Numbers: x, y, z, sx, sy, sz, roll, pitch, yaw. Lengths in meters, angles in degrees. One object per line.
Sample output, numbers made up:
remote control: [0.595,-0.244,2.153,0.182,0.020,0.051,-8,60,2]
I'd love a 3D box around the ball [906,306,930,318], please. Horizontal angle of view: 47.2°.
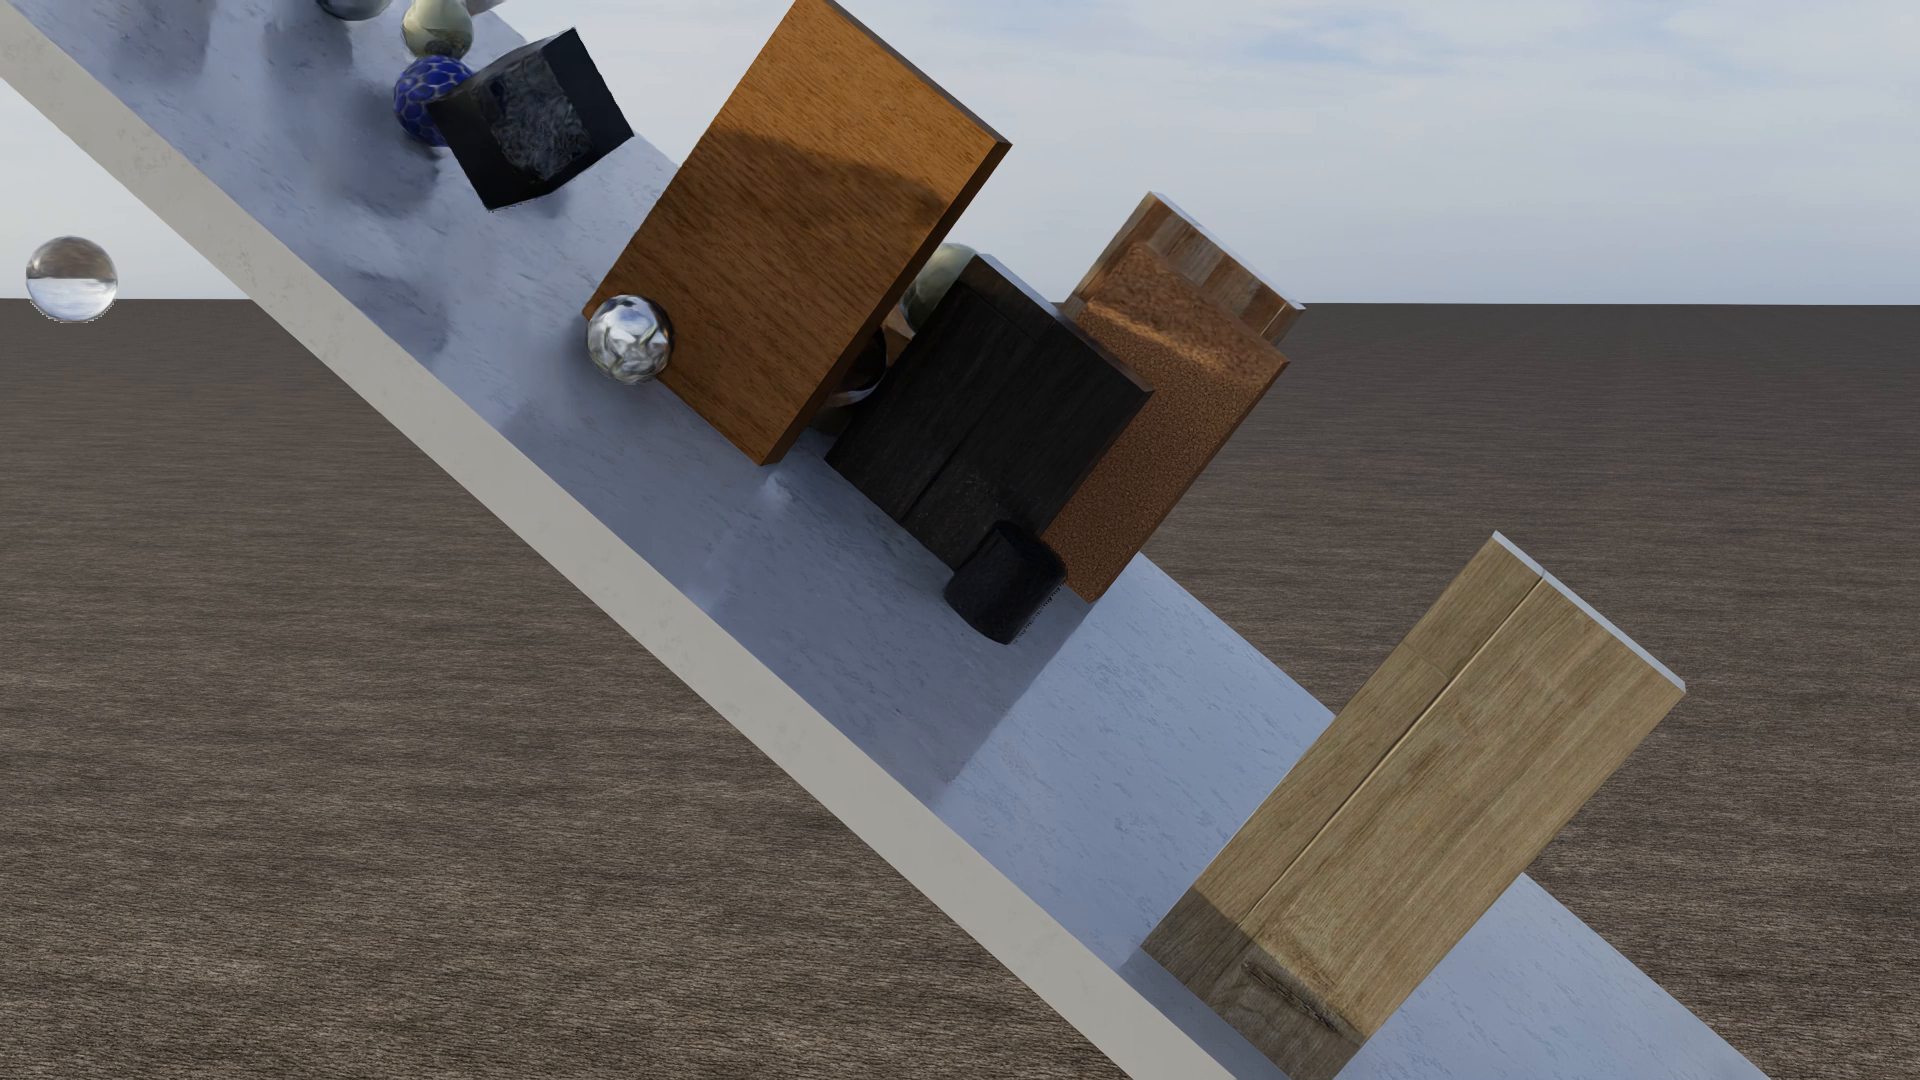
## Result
ball: [-0.119,-0.410,4.712,0.185,0.185,0.185,0,7,0]

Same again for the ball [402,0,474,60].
ball: [-0.974,-0.952,4.106,0.131,0.131,0.131,0,7,0]

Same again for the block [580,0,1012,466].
block: [-0.287,-0.529,3.761,0.423,0.689,0.096,40,16,9]

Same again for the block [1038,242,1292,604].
block: [0.312,-0.230,4.362,0.372,0.611,0.109,40,16,9]

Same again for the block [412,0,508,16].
block: [-1.027,-1.164,4.404,0.182,0.182,0.182,-25,-8,-2]

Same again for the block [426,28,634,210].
block: [-0.716,-0.699,3.664,0.201,0.201,0.201,-2,33,48]

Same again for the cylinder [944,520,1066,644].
cylinder: [0.078,0.074,3.843,0.155,0.155,0.155,35,16,-12]

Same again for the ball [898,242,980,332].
ball: [-0.020,-0.463,4.140,0.194,0.194,0.194,0,7,0]

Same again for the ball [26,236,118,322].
ball: [-1.839,-0.542,4.555,0.177,0.177,0.177,0,7,0]

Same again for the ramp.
ramp: [-0.030,0.083,4.054,4.000,0.100,2.000,40,16,9]

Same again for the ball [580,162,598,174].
ball: [-0.791,-0.813,4.473,0.137,0.137,0.137,0,7,0]

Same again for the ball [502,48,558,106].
ball: [-0.925,-0.996,4.729,0.119,0.119,0.119,0,7,0]

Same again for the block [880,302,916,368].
block: [-0.147,-0.342,4.414,0.210,0.210,0.210,29,19,-28]

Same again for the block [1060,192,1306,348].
block: [0.355,-0.340,4.636,0.391,0.679,0.131,40,16,9]

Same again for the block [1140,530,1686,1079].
block: [0.611,0.382,3.024,0.318,0.762,0.084,40,16,9]

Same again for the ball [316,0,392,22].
ball: [-1.205,-1.121,4.364,0.179,0.179,0.179,0,7,0]

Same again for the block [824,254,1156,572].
block: [0.050,-0.208,3.984,0.393,0.475,0.093,40,16,9]

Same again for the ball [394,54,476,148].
ball: [-0.957,-0.807,4.047,0.167,0.167,0.167,0,7,0]

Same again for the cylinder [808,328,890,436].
cylinder: [-0.227,-0.317,4.086,0.190,0.190,0.190,0,-21,2]

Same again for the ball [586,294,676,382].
ball: [-0.547,-0.335,3.655,0.146,0.146,0.146,0,7,0]
